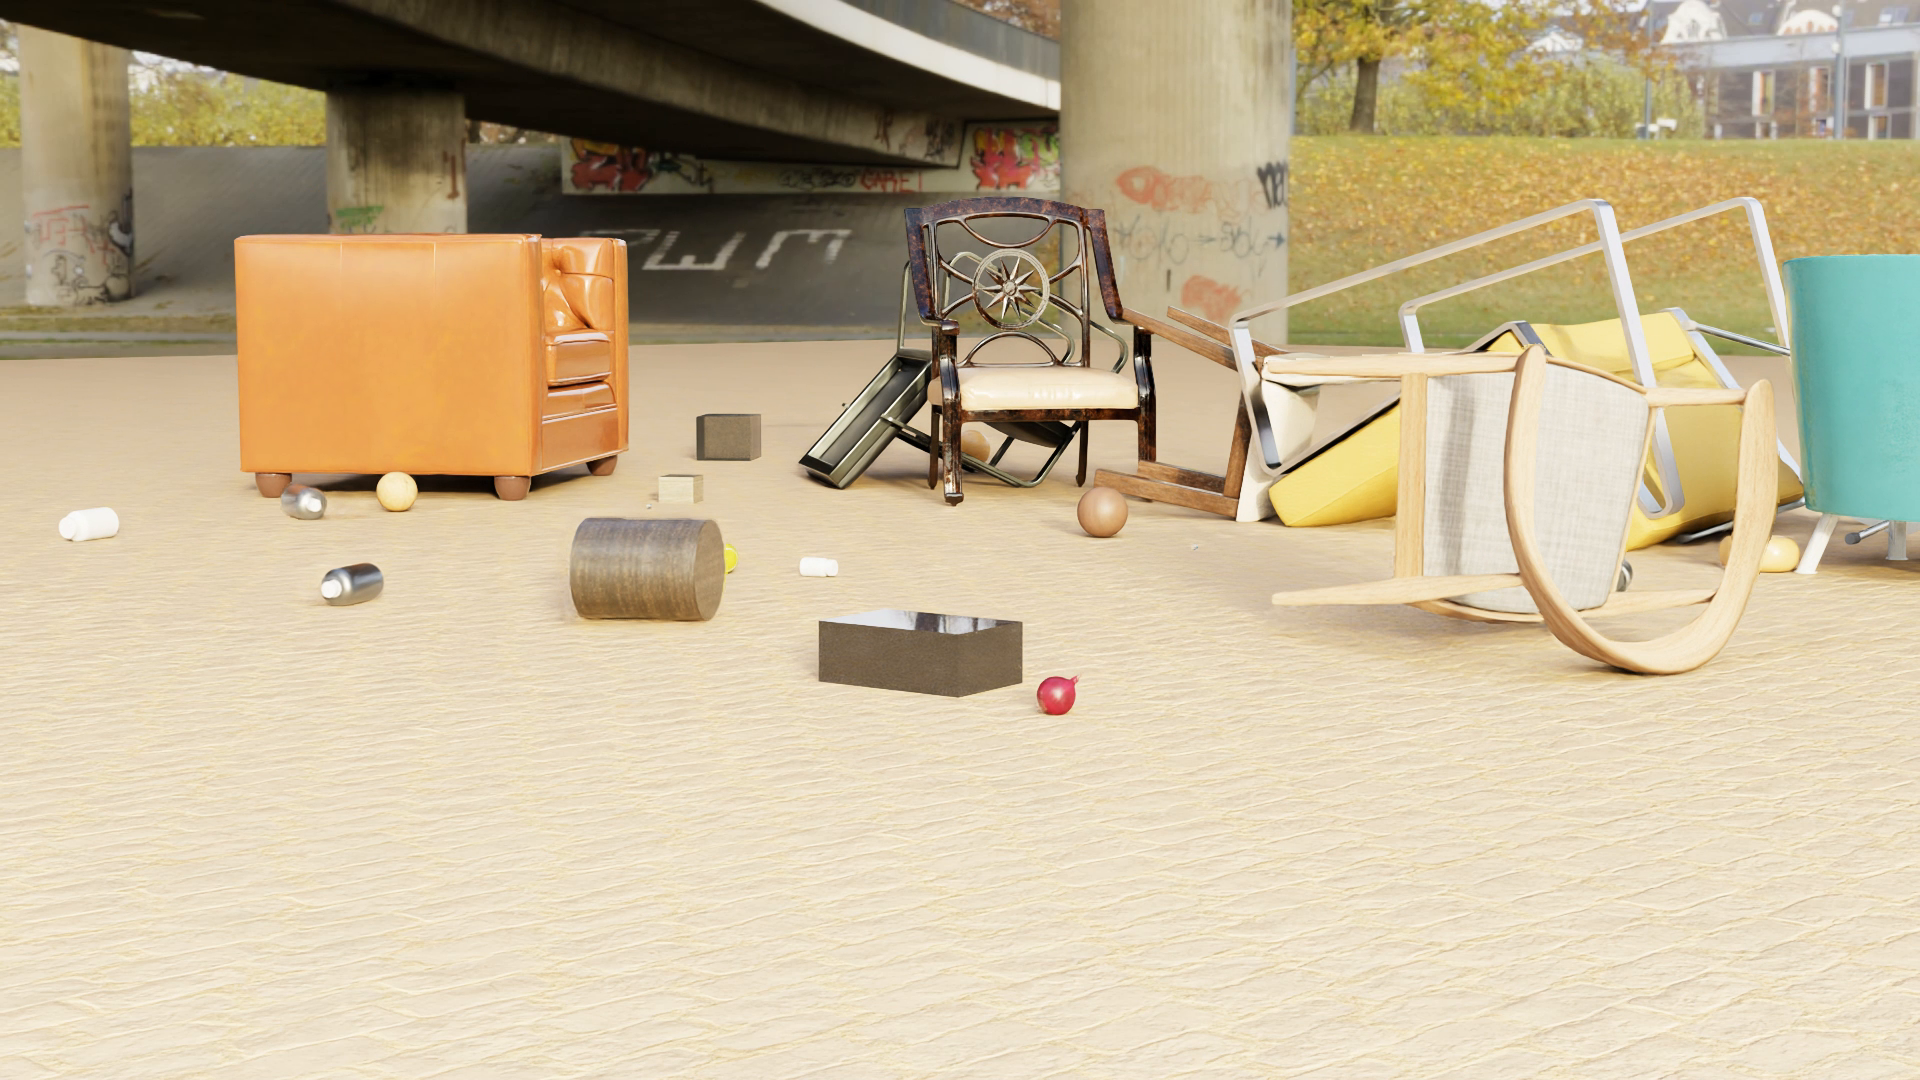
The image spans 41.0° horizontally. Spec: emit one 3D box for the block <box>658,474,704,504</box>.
[{"bbox_3d":[-0.813,-0.149,7.486,0.104,0.076,0.106,1,6,10],"label":"block"}]

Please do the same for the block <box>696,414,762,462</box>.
[{"bbox_3d":[-0.832,-0.371,9.248,0.195,0.157,0.215,1,6,6],"label":"block"}]

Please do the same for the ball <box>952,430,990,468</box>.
[{"bbox_3d":[0.039,-0.312,8.796,0.132,0.132,0.132,0,6,0],"label":"ball"}]

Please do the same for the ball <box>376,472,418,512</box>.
[{"bbox_3d":[-1.574,-0.135,7.173,0.113,0.113,0.113,0,6,0],"label":"ball"}]

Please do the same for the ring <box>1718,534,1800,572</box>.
[{"bbox_3d":[1.794,0.029,5.761,0.161,0.076,0.186,-2,5,-31],"label":"ring"}]

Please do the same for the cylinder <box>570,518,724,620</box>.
[{"bbox_3d":[-0.599,0.056,4.930,0.244,0.192,0.219,1,4,10],"label":"cylinder"}]

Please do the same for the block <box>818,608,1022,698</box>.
[{"bbox_3d":[-0.064,0.181,4.163,0.278,0.100,0.181,4,7,35],"label":"block"}]
